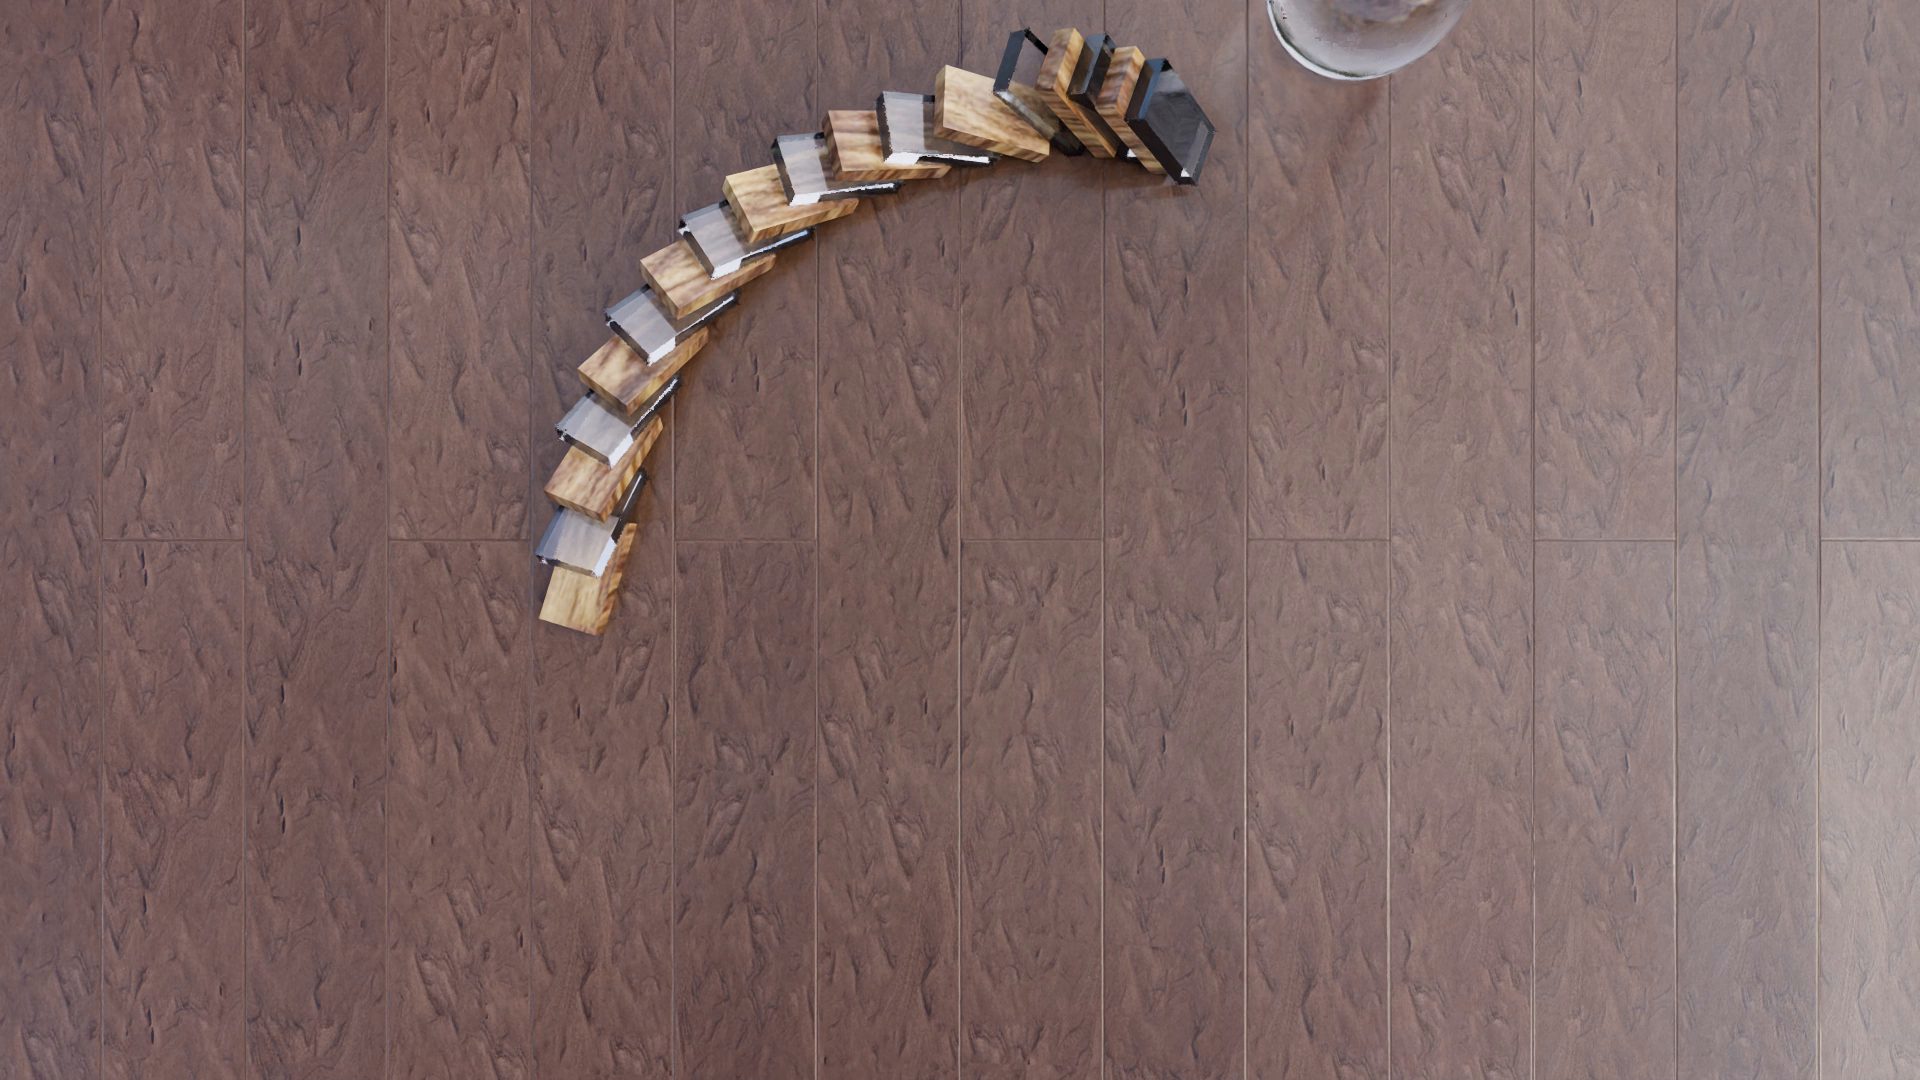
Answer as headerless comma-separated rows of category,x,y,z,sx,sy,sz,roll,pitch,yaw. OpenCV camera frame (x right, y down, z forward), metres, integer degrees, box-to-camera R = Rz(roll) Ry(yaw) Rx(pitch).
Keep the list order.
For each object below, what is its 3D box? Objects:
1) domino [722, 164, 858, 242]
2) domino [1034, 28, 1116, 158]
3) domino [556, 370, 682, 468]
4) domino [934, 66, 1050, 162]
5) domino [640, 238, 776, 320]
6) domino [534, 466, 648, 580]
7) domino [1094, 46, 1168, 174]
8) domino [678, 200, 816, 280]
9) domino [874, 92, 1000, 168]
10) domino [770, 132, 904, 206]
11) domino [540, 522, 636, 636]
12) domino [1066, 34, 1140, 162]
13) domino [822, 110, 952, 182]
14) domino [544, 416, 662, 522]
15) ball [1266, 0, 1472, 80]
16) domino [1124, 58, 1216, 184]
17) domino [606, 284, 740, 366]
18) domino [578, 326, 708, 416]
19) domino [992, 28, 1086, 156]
domino,-0.071,-0.145,0.385,0.050,0.010,0.025,-27,90,-27
domino,0.052,-0.183,0.378,0.009,0.050,0.025,20,90,40
domino,-0.142,-0.057,0.385,0.025,0.009,0.050,30,64,0
domino,0.014,-0.178,0.385,0.050,0.009,0.025,3,90,-26
domino,-0.105,-0.116,0.385,0.050,0.010,0.025,-39,90,-26
domino,-0.154,-0.011,0.385,0.025,0.010,0.050,17,65,0
domino,0.076,-0.176,0.378,0.010,0.050,0.025,20,90,40
domino,-0.089,-0.131,0.385,0.050,0.010,0.025,-33,90,-26
domino,-0.009,-0.172,0.385,0.050,0.010,0.025,-9,90,-27
domino,-0.051,-0.157,0.385,0.050,0.010,0.025,-18,90,-27
domino,-0.160,0.013,0.395,0.025,0.010,0.050,17,90,0
domino,0.064,-0.181,0.378,0.010,0.050,0.025,20,90,40
domino,-0.031,-0.166,0.385,0.050,0.009,0.025,-14,90,-27
domino,-0.149,-0.035,0.385,0.025,0.009,0.050,23,65,0
ball,0.162,-0.225,0.360,0.080,0.080,0.080,0,90,0
domino,0.087,-0.171,0.378,0.009,0.050,0.025,20,90,40
domino,-0.120,-0.098,0.385,0.025,0.010,0.050,45,64,0
domino,-0.132,-0.078,0.385,0.025,0.009,0.050,37,64,0
domino,0.037,-0.184,0.379,0.050,0.010,0.025,18,90,-44
